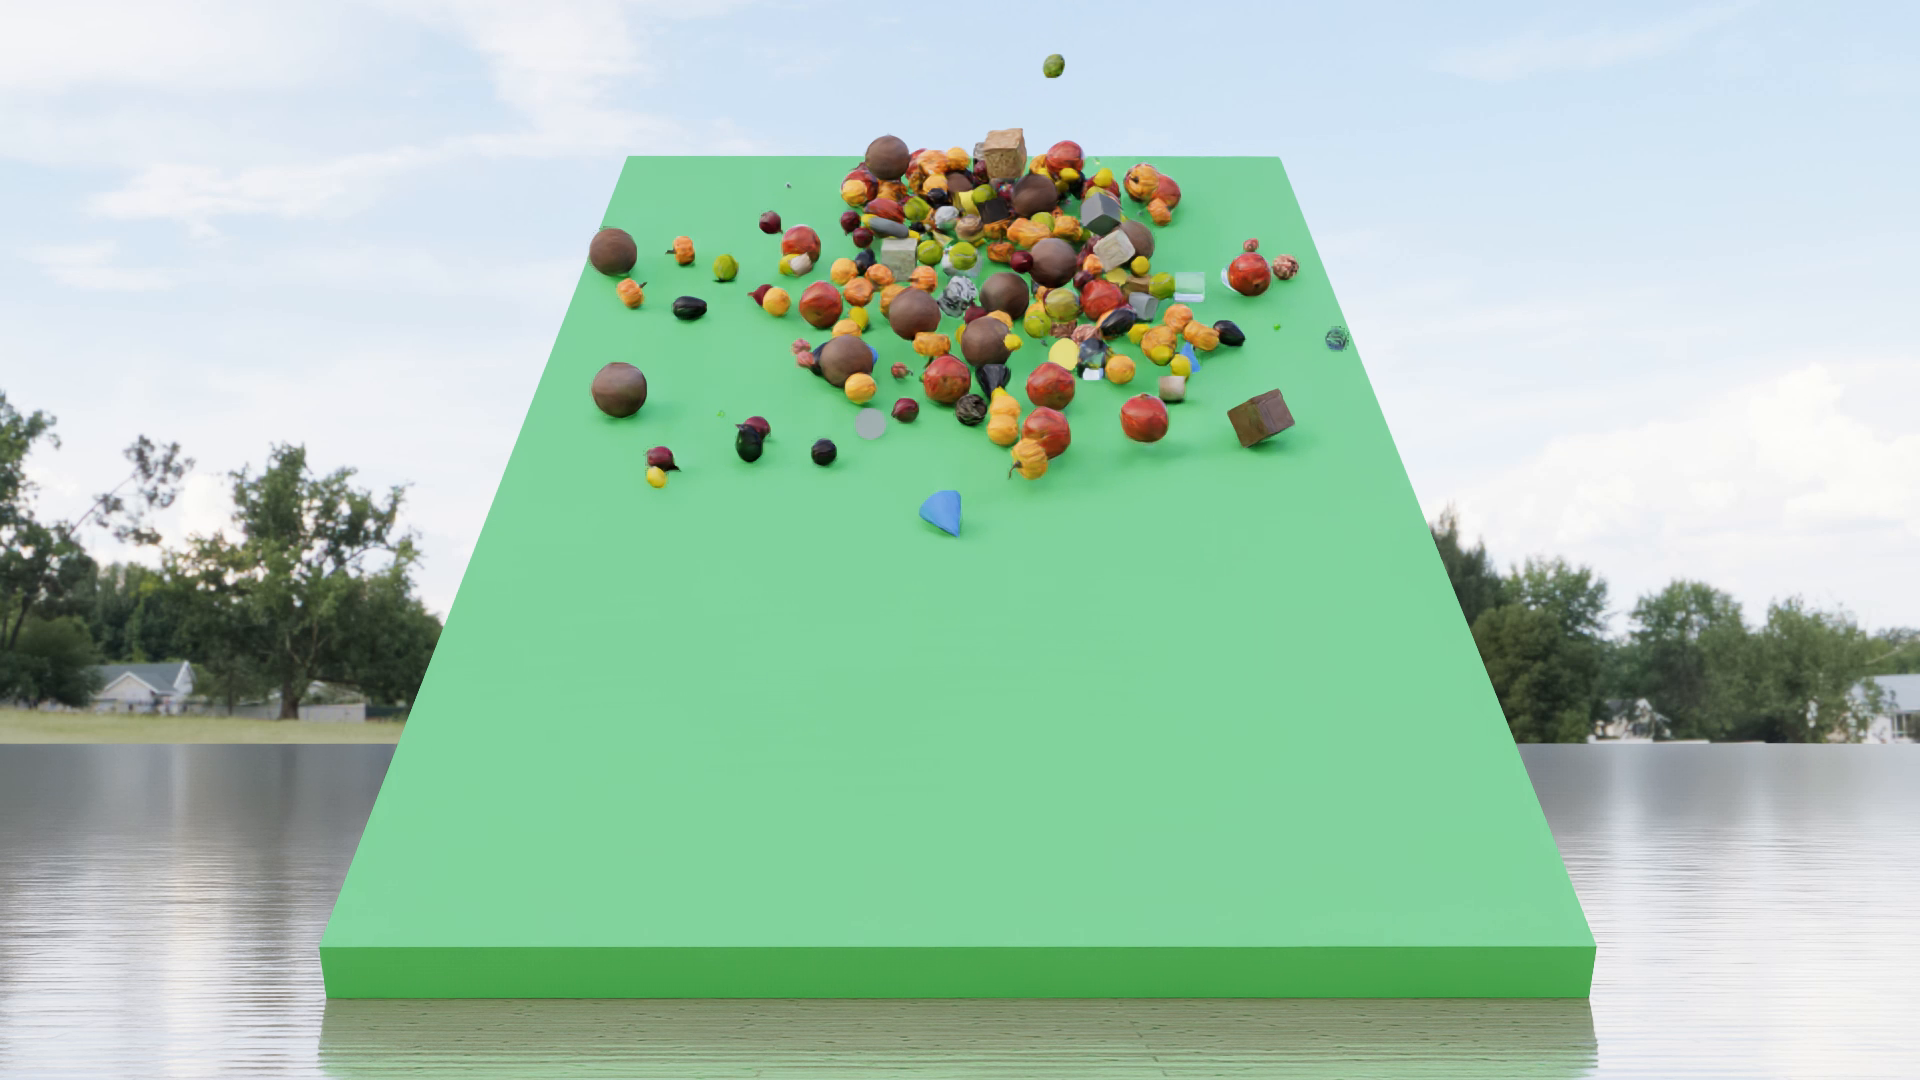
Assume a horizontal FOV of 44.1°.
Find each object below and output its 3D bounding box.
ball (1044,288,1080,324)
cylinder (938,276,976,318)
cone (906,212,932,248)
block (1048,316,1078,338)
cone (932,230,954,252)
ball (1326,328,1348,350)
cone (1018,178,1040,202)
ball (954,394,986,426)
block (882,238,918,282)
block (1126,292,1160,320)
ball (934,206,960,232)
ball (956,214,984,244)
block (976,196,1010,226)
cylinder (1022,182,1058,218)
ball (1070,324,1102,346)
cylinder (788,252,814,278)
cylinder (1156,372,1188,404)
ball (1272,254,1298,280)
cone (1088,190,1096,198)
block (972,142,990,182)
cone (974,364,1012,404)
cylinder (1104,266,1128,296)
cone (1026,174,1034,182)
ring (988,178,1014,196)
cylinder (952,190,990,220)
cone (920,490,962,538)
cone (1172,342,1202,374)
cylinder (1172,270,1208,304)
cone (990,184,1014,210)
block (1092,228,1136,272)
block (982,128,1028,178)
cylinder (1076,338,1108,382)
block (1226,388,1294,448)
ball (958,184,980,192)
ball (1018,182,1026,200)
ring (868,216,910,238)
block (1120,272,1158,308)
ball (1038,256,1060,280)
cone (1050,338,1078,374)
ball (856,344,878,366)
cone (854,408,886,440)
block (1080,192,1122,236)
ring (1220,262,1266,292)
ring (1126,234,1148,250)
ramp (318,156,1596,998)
[{"bbox_3d":[0.240,-0.550,5.568,0.085,0.085,0.085,0,-5,0],"label":"ball"},{"bbox_3d":[-0.007,-0.615,5.986,0.075,0.075,0.075,3,-33,-29],"label":"cylinder"},{"bbox_3d":[-0.119,-0.866,6.566,0.085,0.085,0.085,0,27,0],"label":"cone"},{"bbox_3d":[0.260,-0.542,5.966,0.054,0.054,0.054,16,31,28],"label":"block"},{"bbox_3d":[-0.057,-0.812,6.371,0.057,0.057,0.057,-42,2,2],"label":"cone"},{"bbox_3d":[0.933,-0.496,5.879,0.055,0.055,0.055,0,-5,0],"label":"ball"},{"bbox_3d":[0.206,-0.992,6.637,0.065,0.065,0.065,27,-27,15],"label":"cone"},{"bbox_3d":[0.025,-0.301,5.468,0.075,0.075,0.075,0,-5,0],"label":"ball"},{"bbox_3d":[-0.161,-0.746,6.323,0.091,0.091,0.091,1,27,1],"label":"block"},{"bbox_3d":[0.467,-0.599,6.063,0.054,0.054,0.054,25,22,35],"label":"block"},{"bbox_3d":[-0.035,-0.889,6.550,0.072,0.072,0.072,0,-5,0],"label":"ball"},{"bbox_3d":[0.028,-0.833,6.359,0.079,0.079,0.079,0,-5,0],"label":"ball"},{"bbox_3d":[0.088,-0.875,6.298,0.059,0.059,0.059,-20,8,-17],"label":"block"},{"bbox_3d":[0.226,-0.956,6.675,0.072,0.072,0.072,-37,-18,18],"label":"cylinder"},{"bbox_3d":[0.311,-0.494,5.849,0.075,0.075,0.075,0,-5,0],"label":"ball"},{"bbox_3d":[-0.403,-0.694,6.004,0.051,0.051,0.051,-25,-4,-3],"label":"cylinder"},{"bbox_3d":[0.499,-0.358,5.596,0.060,0.060,0.060,-20,-10,13],"label":"cylinder"},{"bbox_3d":[0.866,-0.727,6.316,0.070,0.070,0.070,0,-5,0],"label":"ball"},{"bbox_3d":[0.399,-0.982,6.864,0.054,0.054,0.054,29,-7,-3],"label":"cone"},{"bbox_3d":[0.083,-1.123,7.051,0.082,0.082,0.082,3,-44,6],"label":"block"},{"bbox_3d":[0.078,-0.354,5.610,0.090,0.090,0.090,0,-36,0],"label":"cone"},{"bbox_3d":[0.398,-0.664,6.081,0.055,0.055,0.055,0,-22,-5],"label":"cylinder"},{"bbox_3d":[0.207,-1.051,6.946,0.051,0.051,0.051,7,37,-5],"label":"cone"},{"bbox_3d":[0.117,-1.025,6.849,0.083,0.083,0.028,4,33,-37],"label":"ring"},{"bbox_3d":[0.034,-0.937,6.660,0.087,0.087,0.087,-7,-2,-18],"label":"cylinder"},{"bbox_3d":[-0.022,-0.039,4.976,0.096,0.096,0.096,-19,-37,-15],"label":"cone"},{"bbox_3d":[0.553,-0.452,5.771,0.071,0.071,0.071,0,27,0],"label":"cone"},{"bbox_3d":[0.598,-0.657,6.168,0.078,0.078,0.078,10,-4,4],"label":"cylinder"},{"bbox_3d":[0.103,-0.976,6.839,0.079,0.079,0.079,-16,-13,32],"label":"cone"},{"bbox_3d":[0.393,-0.740,6.042,0.071,0.071,0.071,-27,13,27],"label":"block"},{"bbox_3d":[0.123,-1.048,6.434,0.095,0.095,0.095,0,-47,14],"label":"block"},{"bbox_3d":[0.318,-0.433,5.702,0.073,0.073,0.073,6,-32,4],"label":"cylinder"},{"bbox_3d":[0.680,-0.275,5.355,0.091,0.091,0.091,-21,-5,-40],"label":"block"},{"bbox_3d":[0.027,-0.995,6.839,0.067,0.067,0.067,0,-5,0],"label":"ball"},{"bbox_3d":[0.199,-1.010,6.878,0.059,0.059,0.059,0,-5,0],"label":"ball"},{"bbox_3d":[-0.190,-0.835,6.333,0.113,0.038,0.113,17,7,-2],"label":"ring"},{"bbox_3d":[0.466,-0.646,6.152,0.072,0.072,0.072,16,31,29],"label":"block"},{"bbox_3d":[0.237,-0.725,6.318,0.061,0.061,0.061,0,-5,0],"label":"ball"},{"bbox_3d":[0.276,-0.443,5.790,0.085,0.085,0.085,-3,-7,34],"label":"cone"},{"bbox_3d":[-0.226,-0.449,5.781,0.053,0.053,0.053,0,-5,0],"label":"ball"},{"bbox_3d":[-0.214,-0.264,5.441,0.074,0.074,0.074,1,-1,-16],"label":"cone"},{"bbox_3d":[0.361,-0.837,6.092,0.071,0.071,0.071,19,-40,-39],"label":"block"},{"bbox_3d":[0.749,-0.694,6.275,0.119,0.040,0.119,5,36,-4],"label":"ring"},{"bbox_3d":[0.479,-0.824,6.550,0.084,0.028,0.084,1,26,0],"label":"ring"},{"bbox_3d":[-0.011,-0.227,5.515,2.000,0.100,4.000,0,27,0],"label":"ramp"}]
